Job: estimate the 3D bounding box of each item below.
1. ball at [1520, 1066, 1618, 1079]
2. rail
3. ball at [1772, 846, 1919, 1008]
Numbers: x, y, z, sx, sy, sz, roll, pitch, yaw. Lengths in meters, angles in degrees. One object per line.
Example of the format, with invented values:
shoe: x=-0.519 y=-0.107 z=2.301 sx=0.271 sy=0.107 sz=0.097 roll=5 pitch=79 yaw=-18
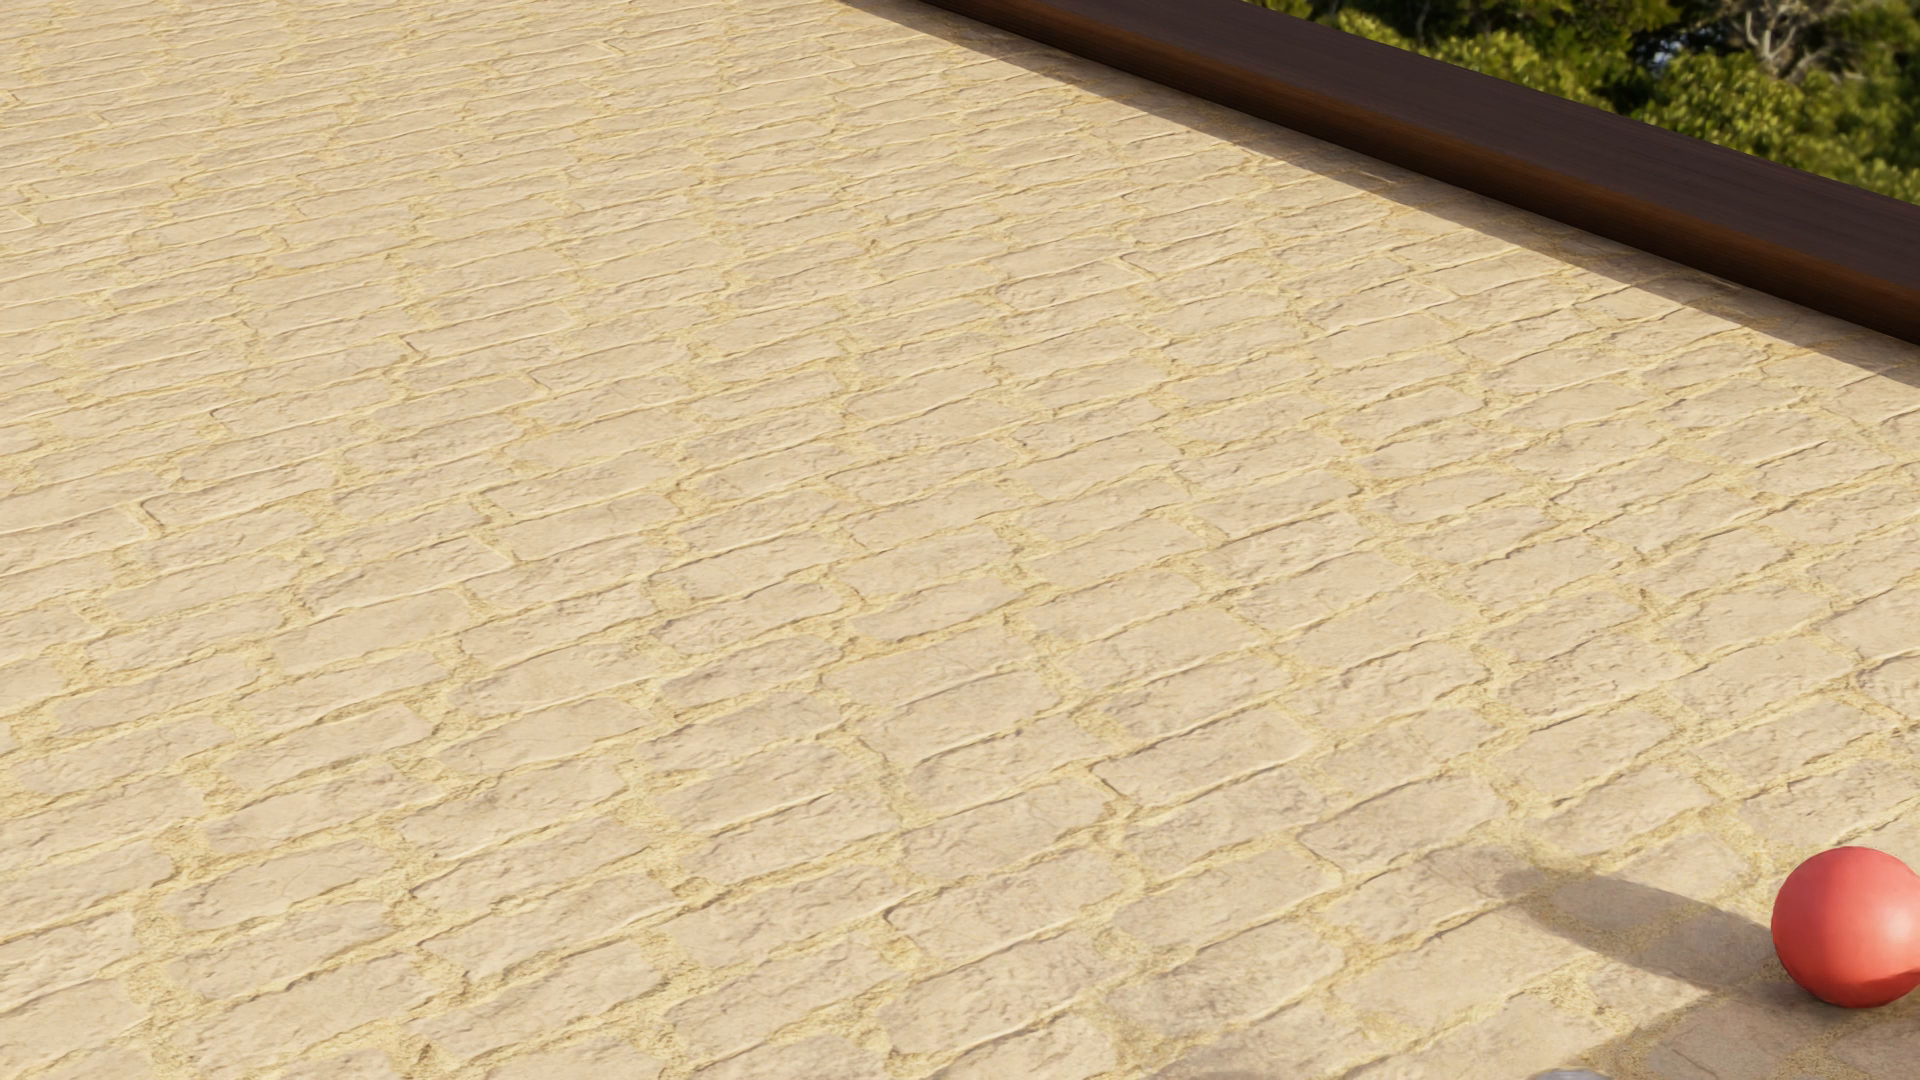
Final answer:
ball: x=0.306 y=0.312 z=1.471 sx=0.096 sy=0.096 sz=0.096 roll=0 pitch=25 yaw=0
rail: x=0.223 y=-0.580 z=3.384 sx=0.045 sy=0.125 sz=3.849 roll=-17 pitch=30 yaw=-33
ball: x=0.510 y=0.221 z=1.676 sx=0.092 sy=0.092 sz=0.092 roll=0 pitch=25 yaw=0
